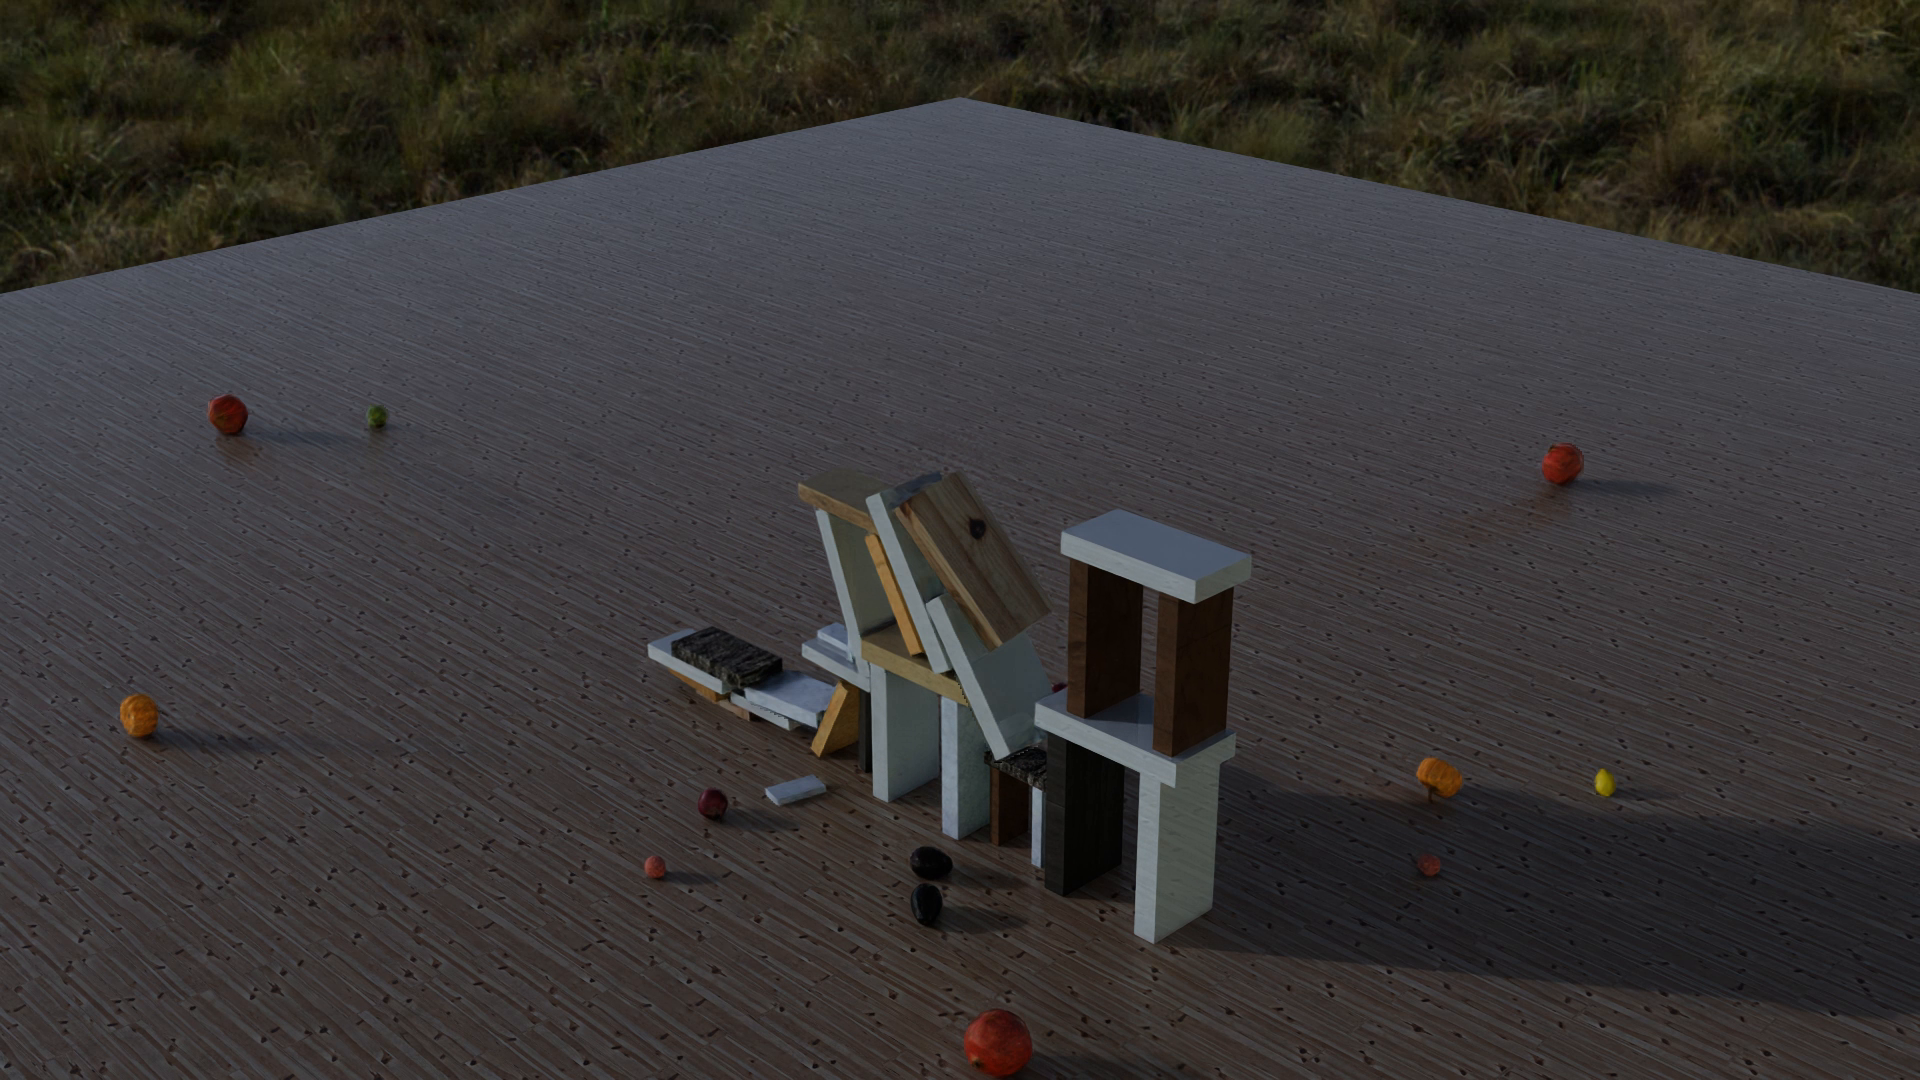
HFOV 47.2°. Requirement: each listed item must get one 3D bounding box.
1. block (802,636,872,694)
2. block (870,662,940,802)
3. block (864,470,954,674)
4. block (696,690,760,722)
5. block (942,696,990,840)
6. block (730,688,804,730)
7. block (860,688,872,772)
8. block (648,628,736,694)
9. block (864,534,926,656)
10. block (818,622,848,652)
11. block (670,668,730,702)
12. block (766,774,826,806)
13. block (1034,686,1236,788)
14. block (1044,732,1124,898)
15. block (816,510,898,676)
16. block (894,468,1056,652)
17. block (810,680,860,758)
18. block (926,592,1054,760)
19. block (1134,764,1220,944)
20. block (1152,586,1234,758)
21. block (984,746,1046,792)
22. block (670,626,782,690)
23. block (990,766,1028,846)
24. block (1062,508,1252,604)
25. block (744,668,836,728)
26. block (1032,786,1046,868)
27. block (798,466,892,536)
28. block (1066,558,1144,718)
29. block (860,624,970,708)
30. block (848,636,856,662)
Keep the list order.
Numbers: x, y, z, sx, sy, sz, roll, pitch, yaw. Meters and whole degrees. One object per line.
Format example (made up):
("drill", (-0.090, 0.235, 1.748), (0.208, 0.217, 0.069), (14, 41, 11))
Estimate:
("block", (-0.218, 0.249, 4.573), (0.108, 0.031, 0.216), (-22, 34, -39))
("block", (-0.112, 0.370, 4.500), (0.043, 0.304, 0.152), (19, 30, 39))
("block", (-0.045, 0.062, 4.291), (0.164, 0.367, 0.047), (-22, 0, -41))
("block", (-0.493, 0.345, 4.913), (0.096, 0.027, 0.193), (-20, 30, -39))
("block", (0.032, 0.427, 4.364), (0.043, 0.304, 0.152), (20, 30, 40))
("block", (-0.403, 0.358, 4.813), (0.193, 0.027, 0.096), (21, 30, 40))
("block", (-0.155, 0.376, 4.597), (0.108, 0.216, 0.031), (-11, 28, -25))
("block", (-0.571, 0.271, 4.940), (0.120, 0.034, 0.266), (-21, 31, -40))
("block", (-0.088, 0.091, 4.359), (0.125, 0.250, 0.035), (-21, 0, -41))
("block", (-0.241, 0.206, 4.608), (0.111, 0.016, 0.055), (24, 33, 38))
("block", (-0.561, 0.304, 4.939), (0.096, 0.027, 0.193), (-17, 28, -35))
("block", (-0.338, 0.515, 4.527), (0.111, 0.016, 0.055), (-13, 26, -28))
("block", (0.318, 0.345, 4.022), (0.337, 0.048, 0.169), (21, 31, 40))
("block", (0.238, 0.491, 4.171), (0.048, 0.338, 0.169), (21, 31, 40))
("block", (-0.191, 0.091, 4.476), (0.125, 0.351, 0.035), (-22, 12, -40))
("block", (0.030, 0.037, 4.239), (0.164, 0.329, 0.047), (-32, -4, -41))
("block", (-0.237, 0.362, 4.643), (0.108, 0.216, 0.031), (-21, 58, -40))
("block", (0.073, 0.243, 4.235), (0.164, 0.329, 0.047), (-19, -9, -40))
("block", (0.397, 0.554, 4.024), (0.048, 0.337, 0.169), (21, 31, 41))
("block", (0.411, 0.214, 3.876), (0.043, 0.307, 0.153), (21, 31, 40))
("block", (0.138, 0.436, 4.263), (0.171, 0.024, 0.085), (21, 31, 41))
("block", (-0.519, 0.259, 4.879), (0.239, 0.034, 0.120), (21, 31, 40))
("block", (0.097, 0.511, 4.339), (0.024, 0.171, 0.085), (21, 31, 41))
("block", (0.343, 0.026, 3.872), (0.307, 0.043, 0.153), (21, 31, 41))
("block", (-0.343, 0.340, 4.753), (0.120, 0.034, 0.239), (-21, 26, -40))
("block", (0.178, 0.542, 4.264), (0.024, 0.171, 0.086), (21, 31, 41))
("block", (-0.192, -0.078, 4.397), (0.250, 0.035, 0.125), (24, 33, 38))
("block", (0.266, 0.158, 4.009), (0.153, 0.307, 0.043), (-21, 31, -40))
("block", (-0.037, 0.239, 4.363), (0.304, 0.043, 0.152), (21, 31, 41))
("block", (-0.204, 0.194, 4.524), (0.055, 0.111, 0.016), (-22, 38, -40))
